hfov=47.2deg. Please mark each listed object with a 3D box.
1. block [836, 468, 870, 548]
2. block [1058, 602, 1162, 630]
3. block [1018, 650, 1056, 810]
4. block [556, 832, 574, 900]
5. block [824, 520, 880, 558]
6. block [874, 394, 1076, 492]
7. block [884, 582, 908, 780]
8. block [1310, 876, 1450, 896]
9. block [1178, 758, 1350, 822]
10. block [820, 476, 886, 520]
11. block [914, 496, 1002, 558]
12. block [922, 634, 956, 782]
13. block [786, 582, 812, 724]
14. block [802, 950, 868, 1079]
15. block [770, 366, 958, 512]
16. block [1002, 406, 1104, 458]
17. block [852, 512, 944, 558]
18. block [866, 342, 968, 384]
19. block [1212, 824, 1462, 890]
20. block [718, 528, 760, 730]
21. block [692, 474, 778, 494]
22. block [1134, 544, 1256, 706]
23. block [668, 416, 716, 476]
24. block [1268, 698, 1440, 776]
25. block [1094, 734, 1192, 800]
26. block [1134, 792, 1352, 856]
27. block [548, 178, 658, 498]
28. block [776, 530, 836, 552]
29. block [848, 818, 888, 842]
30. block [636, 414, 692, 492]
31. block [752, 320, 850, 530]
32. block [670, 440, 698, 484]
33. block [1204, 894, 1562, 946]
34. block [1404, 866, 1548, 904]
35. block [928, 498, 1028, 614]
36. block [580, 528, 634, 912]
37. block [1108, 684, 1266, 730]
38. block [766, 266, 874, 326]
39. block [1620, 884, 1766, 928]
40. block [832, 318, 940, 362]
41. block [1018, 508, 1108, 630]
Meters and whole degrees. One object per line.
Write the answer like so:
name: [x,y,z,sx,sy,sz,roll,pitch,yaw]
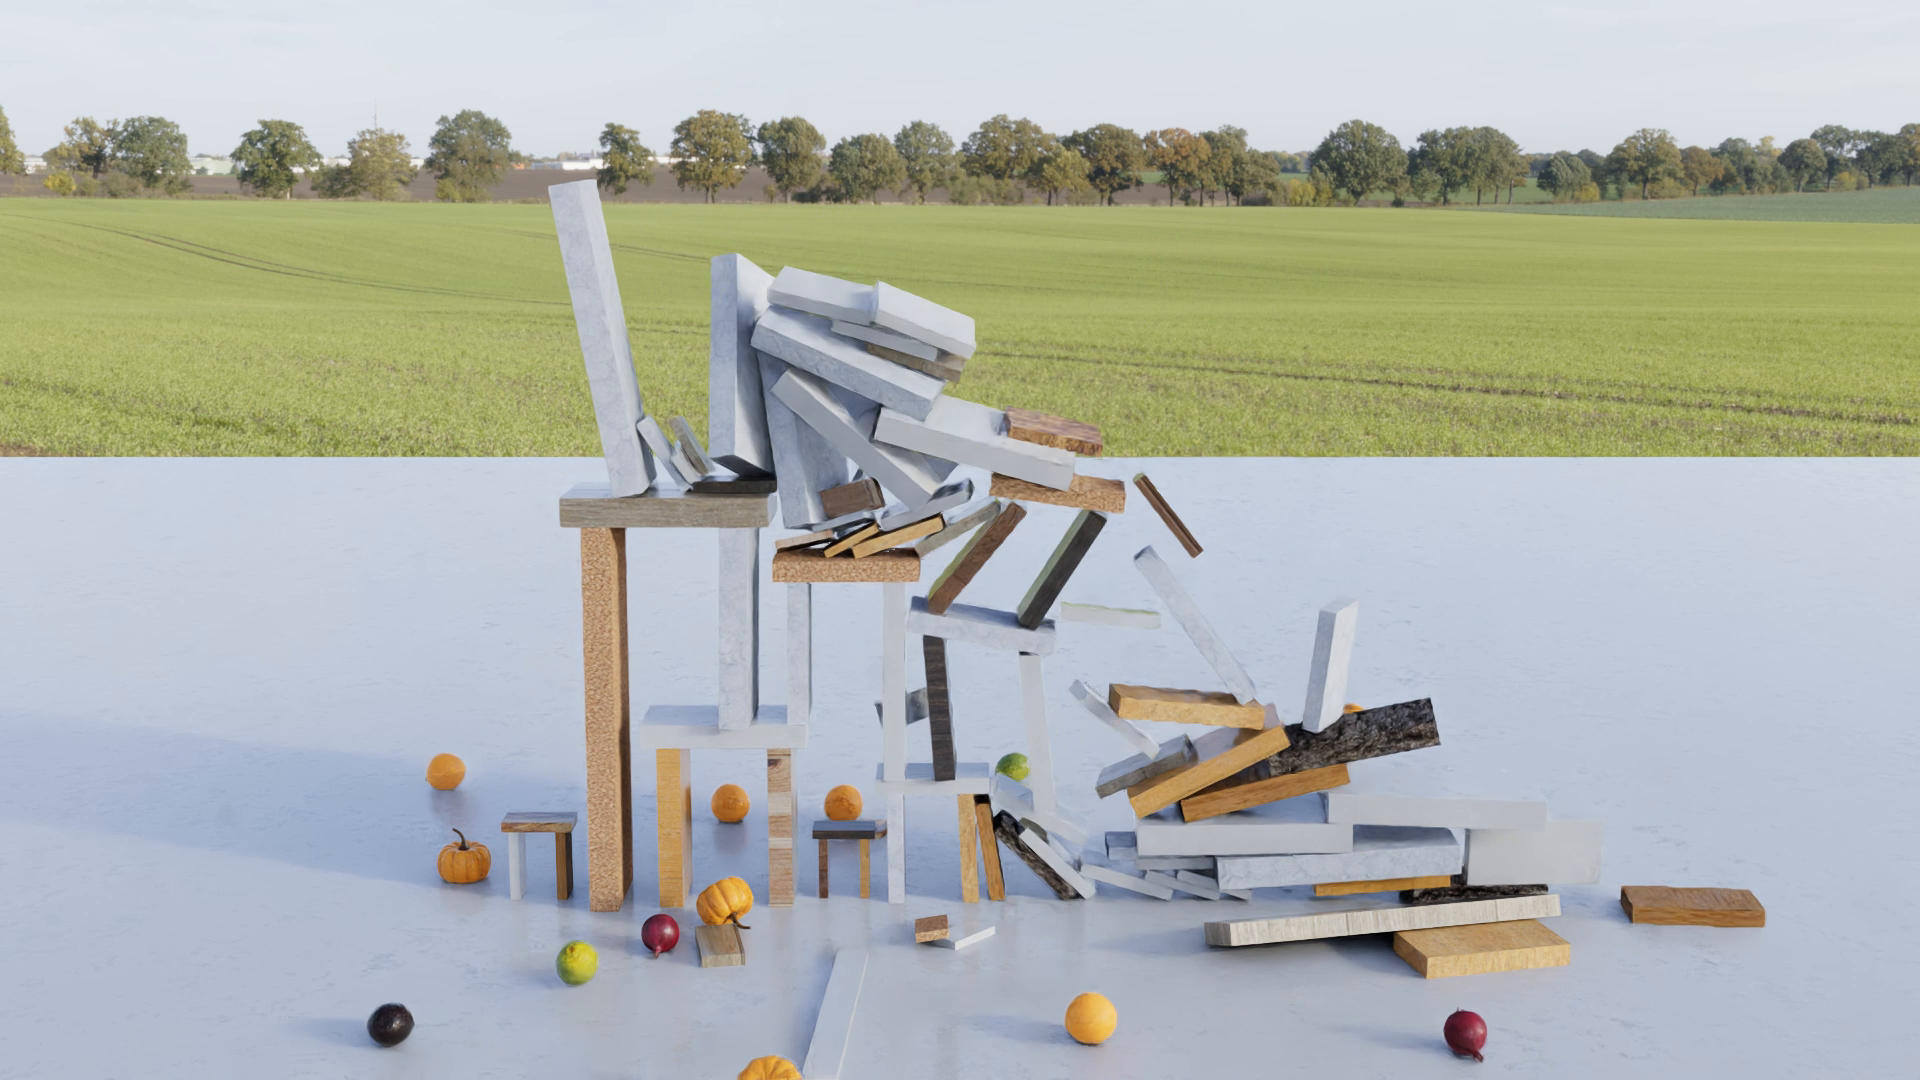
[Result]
block: [-0.175,-0.055,3.664,0.015,0.051,0.166,-10,31,22]
block: [0.243,0.123,3.580,0.161,0.023,0.081,6,3,1]
block: [0.126,0.301,3.607,0.034,0.259,0.119,-6,10,3]
block: [-0.658,0.533,3.658,0.016,0.116,0.058,0,11,0]
block: [-0.175,-0.002,3.549,0.094,0.013,0.047,-27,9,6]
block: [0.026,-0.168,3.514,0.317,0.043,0.150,15,26,-4]
block: [-0.106,0.218,3.603,0.033,0.330,0.117,0,11,1]
block: [0.692,0.550,3.650,0.220,0.031,0.110,-4,11,0]
block: [0.494,0.396,3.631,0.274,0.039,0.137,-14,10,2]
block: [-0.173,-0.066,3.553,0.103,0.051,0.015,-15,8,28]
block: [-0.003,-0.024,3.554,0.149,0.021,0.075,-29,9,6]
block: [-0.033,0.263,3.607,0.034,0.239,0.119,-4,11,2]
block: [-0.262,0.172,3.594,0.033,0.235,0.117,0,11,-1]
block: [-0.176,0.678,3.159,0.047,0.013,0.454,1,11,3]
block: [-0.151,-0.179,3.532,0.301,0.043,0.150,40,27,0]
block: [0.149,-0.174,3.528,0.155,0.022,0.077,12,26,-11]
block: [-0.100,-0.010,3.556,0.149,0.021,0.075,-19,10,4]
block: [-0.066,-0.301,3.494,0.155,0.022,0.077,19,35,1]
block: [0.615,0.515,3.645,0.392,0.049,0.173,-4,10,1]
block: [-0.359,0.127,3.576,0.047,0.328,0.164,1,11,1]
block: [-0.362,-0.090,3.539,0.131,0.019,0.066,0,11,-2]
block: [0.385,0.138,3.597,0.029,0.292,0.103,-37,1,9]
block: [-0.432,-0.152,3.553,0.015,0.103,0.052,-32,0,9]
block: [0.642,0.322,3.603,0.275,0.039,0.137,-12,10,11]
block: [0.305,0.375,3.652,0.161,0.023,0.081,-25,9,18]
block: [0.464,0.469,3.640,0.347,0.049,0.173,-1,10,2]
block: [-0.566,-0.324,3.500,0.048,0.492,0.171,-10,10,1]
block: [-0.250,0.002,3.558,0.094,0.013,0.047,-12,-8,0]
block: [-0.156,0.526,3.976,0.047,0.013,0.095,8,13,37]
block: [-0.472,-0.140,3.529,0.019,0.131,0.066,-34,9,5]
block: [-0.255,-0.188,3.625,0.048,0.342,0.171,-12,-7,22]
block: [-0.441,-0.128,3.538,0.015,0.052,0.103,-34,16,7]
block: [0.664,0.595,3.452,0.550,0.034,0.118,-3,-8,-14]
block: [0.855,0.575,3.665,0.220,0.031,0.110,0,11,0]
block: [0.028,0.018,3.560,0.030,0.215,0.108,39,9,-6]
block: [-0.578,0.278,3.607,0.047,0.636,0.164,0,11,0]
block: [0.369,0.272,3.598,0.237,0.034,0.118,5,7,-5]
block: [-0.211,-0.386,3.475,0.169,0.024,0.085,14,34,8]
block: [1.186,0.594,3.567,0.206,0.029,0.103,1,11,6]
block: [-0.110,-0.336,3.480,0.169,0.024,0.085,17,35,4]
block: [0.165,0.039,3.561,0.030,0.215,0.108,32,9,-5]
